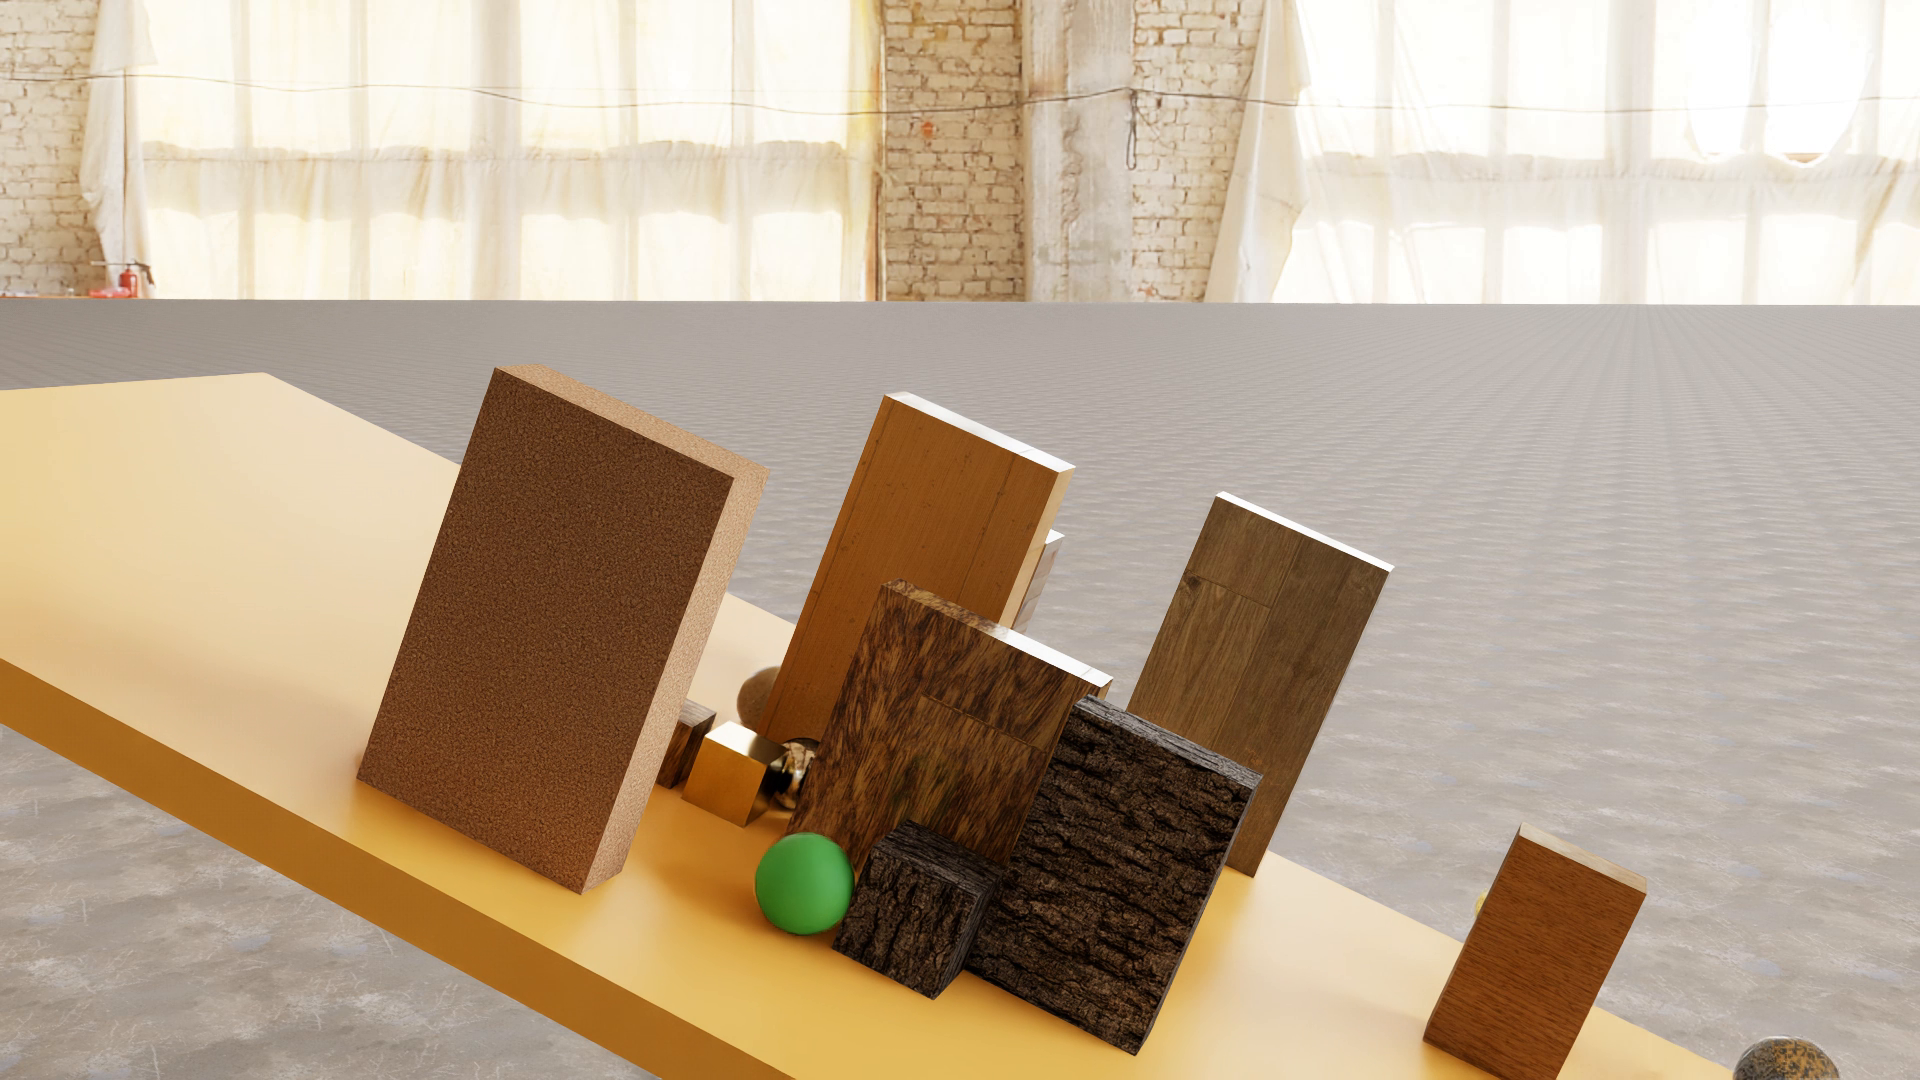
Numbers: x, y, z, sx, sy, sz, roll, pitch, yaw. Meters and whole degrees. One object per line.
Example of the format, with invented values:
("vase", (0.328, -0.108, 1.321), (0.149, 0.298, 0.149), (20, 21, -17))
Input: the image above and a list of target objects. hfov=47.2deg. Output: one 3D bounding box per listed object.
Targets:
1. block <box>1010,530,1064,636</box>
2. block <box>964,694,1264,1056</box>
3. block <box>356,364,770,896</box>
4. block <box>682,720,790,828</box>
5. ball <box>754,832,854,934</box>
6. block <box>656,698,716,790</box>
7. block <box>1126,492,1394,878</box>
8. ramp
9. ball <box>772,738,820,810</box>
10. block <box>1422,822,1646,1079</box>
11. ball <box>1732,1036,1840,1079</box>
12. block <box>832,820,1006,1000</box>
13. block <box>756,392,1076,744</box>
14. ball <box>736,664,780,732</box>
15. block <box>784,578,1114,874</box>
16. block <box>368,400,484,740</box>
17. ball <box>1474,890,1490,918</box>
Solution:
("block", (-0.058, 0.160, 4.767), (0.378, 0.523, 0.147), (25, 13, 13))
("block", (0.254, 0.558, 3.681), (0.322, 0.502, 0.107), (25, 13, 13))
("block", (-0.634, 0.137, 3.483), (0.428, 0.716, 0.145), (25, 13, 13))
("block", (-0.407, 0.426, 4.000), (0.128, 0.128, 0.128), (24, 13, 10))
("ball", (-0.255, 0.562, 3.604), (0.164, 0.164, 0.164), (0, 7, 0))
("block", (-0.546, 0.361, 4.042), (0.127, 0.127, 0.127), (24, 13, 10))
("block", (0.600, 0.312, 4.740), (0.396, 0.731, 0.086), (25, 13, 13))
("ramp", (-0.307, 0.544, 4.195), (4.000, 0.100, 2.000), (25, 13, 13))
("ball", (-0.295, 0.438, 4.111), (0.138, 0.138, 0.138), (0, 7, 0))
("block", (1.090, 0.798, 4.179), (0.250, 0.448, 0.113), (25, 13, 13))
("ball", (1.658, 1.099, 4.410), (0.207, 0.207, 0.207), (0, 7, 0))
("block", (-0.065, 0.610, 3.653), (0.190, 0.190, 0.190), (24, 13, 13))
("block", (-0.101, 0.151, 4.154), (0.359, 0.778, 0.124), (25, 13, 13))
("ball", (-0.367, 0.329, 4.396), (0.158, 0.158, 0.158), (0, 7, 0))
("block", (-0.024, 0.389, 3.920), (0.429, 0.504, 0.094), (25, 13, 13))
("block", (-0.728, 0.106, 3.651), (0.300, 0.630, 0.137), (25, 13, 13))
("ball", (1.509, 1.045, 6.178), (0.127, 0.127, 0.127), (0, 7, 0))
